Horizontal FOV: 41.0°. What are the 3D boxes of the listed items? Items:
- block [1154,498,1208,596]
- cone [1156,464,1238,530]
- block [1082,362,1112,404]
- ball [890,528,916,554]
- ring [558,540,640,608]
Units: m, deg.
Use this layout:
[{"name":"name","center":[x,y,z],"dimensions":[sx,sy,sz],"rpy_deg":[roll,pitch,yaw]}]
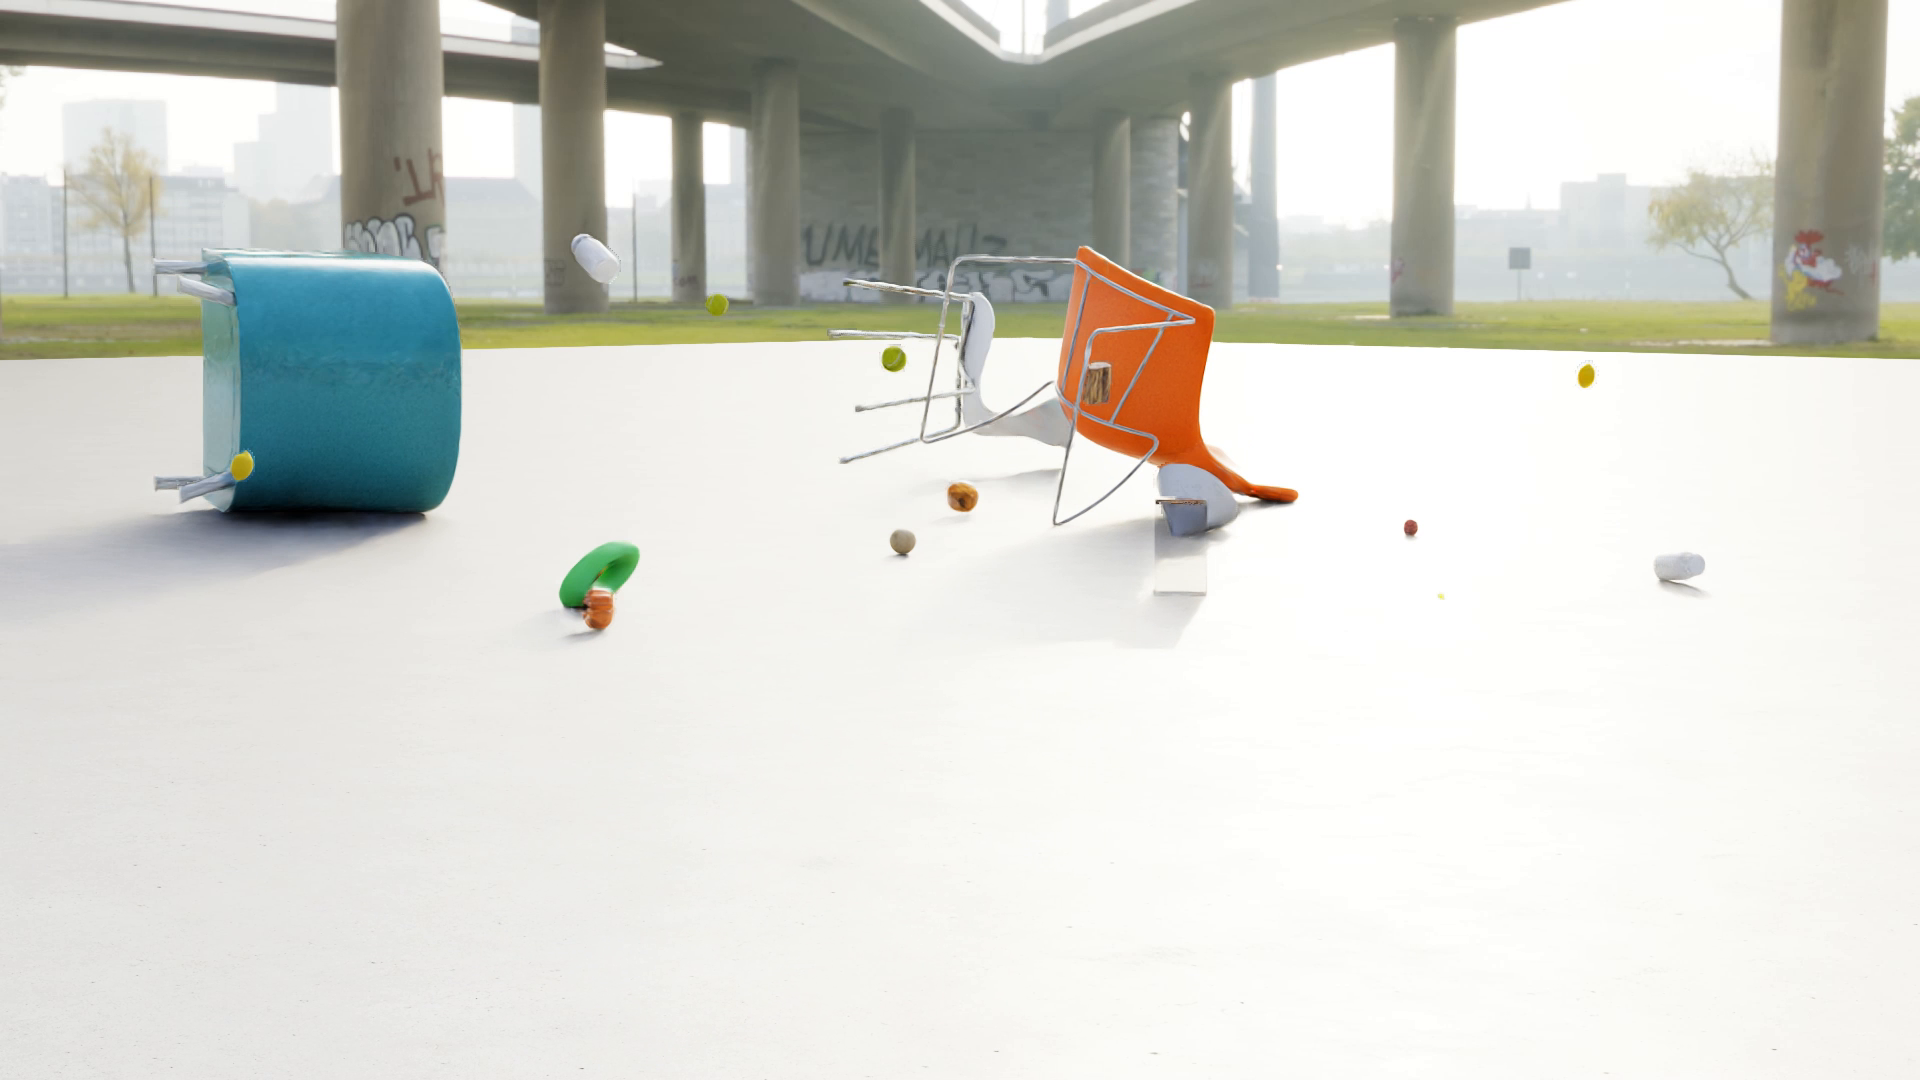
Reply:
[{"name":"block","center":[0.459,0.015,5.341],"dimensions":[0.109,0.189,0.136],"rpy_deg":[0,6,4]},{"name":"cone","center":[0.578,-0.062,6.590],"dimensions":[0.238,0.158,0.234],"rpy_deg":[31,34,4]},{"name":"block","center":[0.367,-0.423,6.910],"dimensions":[0.066,0.102,0.038],"rpy_deg":[-13,29,-34]},{"name":"ball","center":[-0.135,0.002,6.079],"dimensions":[0.064,0.064,0.064],"rpy_deg":[0,6,0]},{"name":"ring","center":[-0.722,0.068,5.142],"dimensions":[0.069,0.091,0.208],"rpy_deg":[11,41,41]}]
